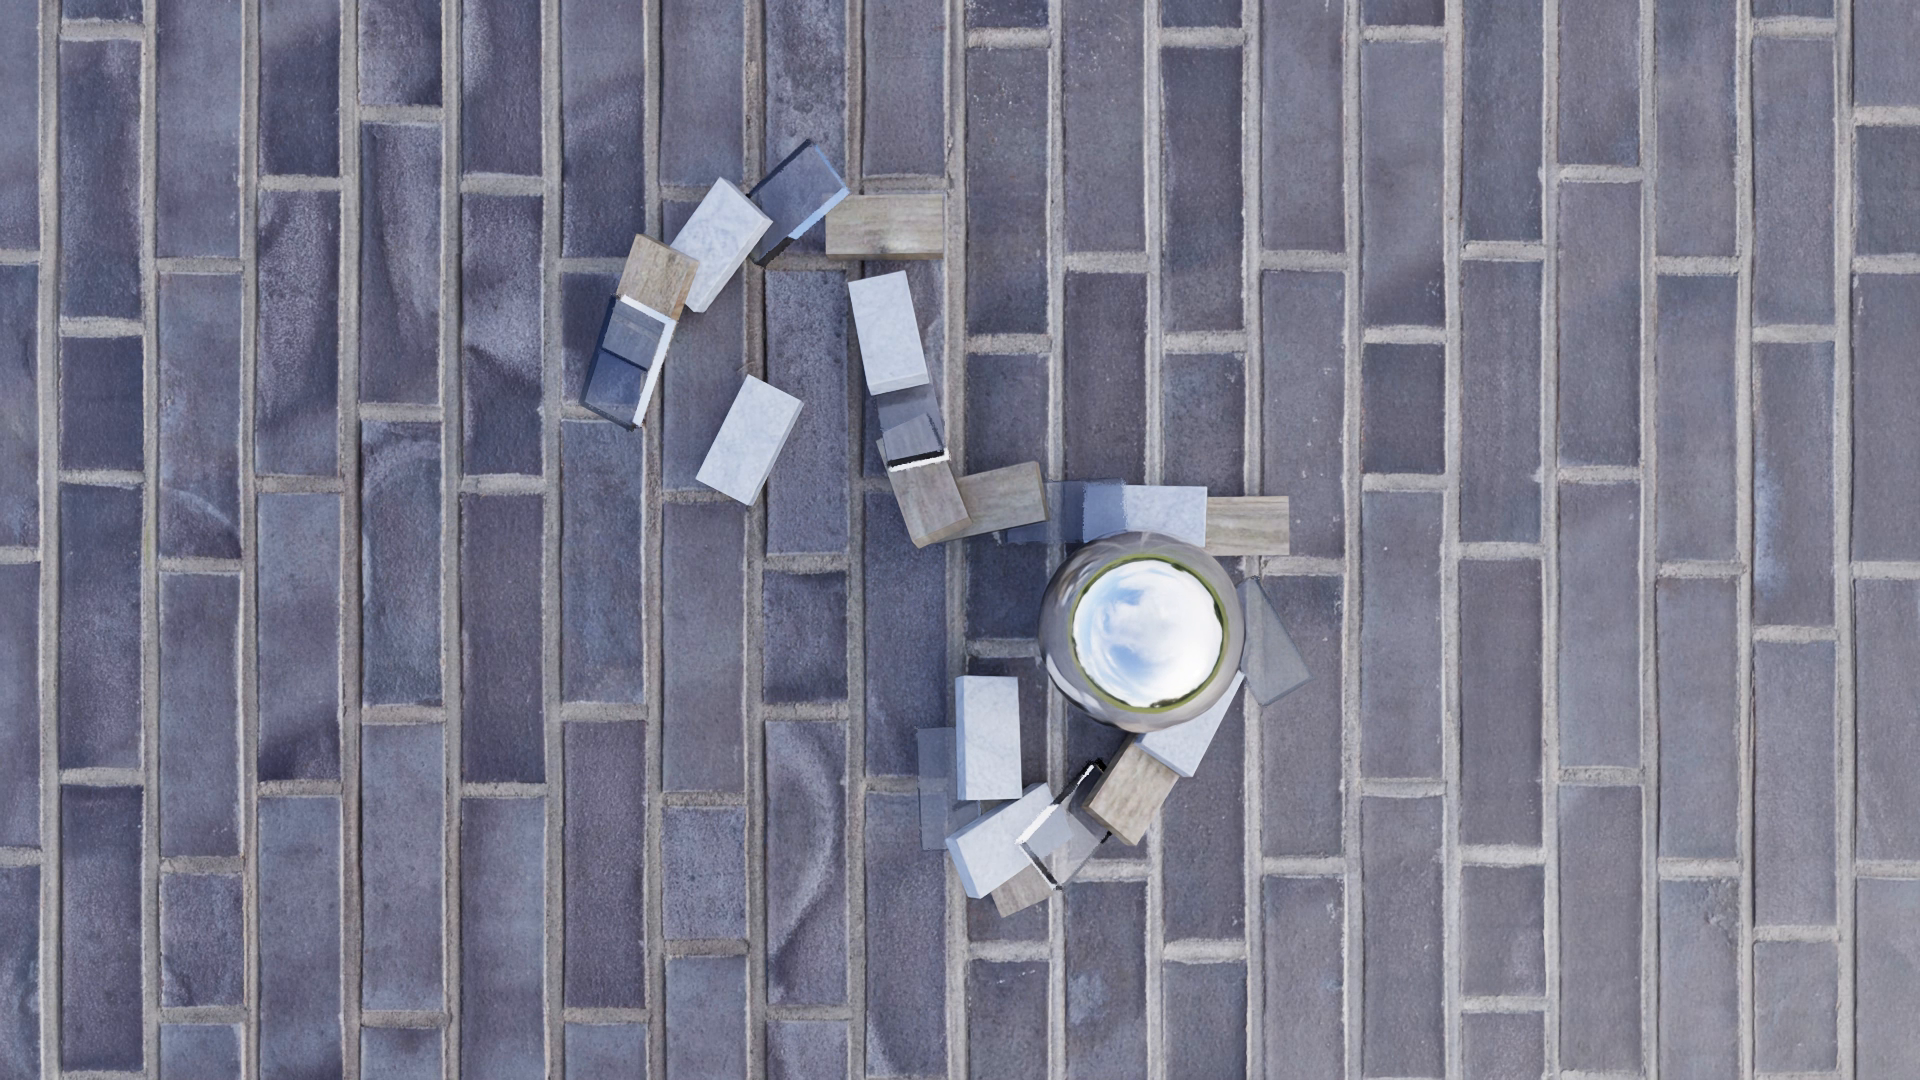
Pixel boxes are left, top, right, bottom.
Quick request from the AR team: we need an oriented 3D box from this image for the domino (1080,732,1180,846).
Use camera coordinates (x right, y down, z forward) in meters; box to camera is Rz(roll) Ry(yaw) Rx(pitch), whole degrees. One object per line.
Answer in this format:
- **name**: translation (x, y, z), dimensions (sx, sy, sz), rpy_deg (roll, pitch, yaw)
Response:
- **domino**: translation (0.076, 0.100, 0.386), dimensions (0.025, 0.009, 0.050), rpy_deg (40, 68, 0)

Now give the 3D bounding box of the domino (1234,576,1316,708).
- **domino**: translation (0.128, 0.044, 0.395), dimensions (0.025, 0.009, 0.050), rpy_deg (-30, 90, 0)

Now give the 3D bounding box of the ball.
- **ball**: translation (0.070, 0.035, 0.360), dimensions (0.080, 0.080, 0.080), rpy_deg (0, 90, 0)

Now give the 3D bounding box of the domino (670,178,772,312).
- **domino**: translation (-0.105, -0.124, 0.388), dimensions (0.025, 0.010, 0.050), rpy_deg (44, 107, 0)

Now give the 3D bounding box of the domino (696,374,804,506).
- **domino**: translation (-0.090, -0.043, 0.395), dimensions (0.025, 0.010, 0.050), rpy_deg (27, 90, 0)

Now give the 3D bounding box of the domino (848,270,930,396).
- **domino**: translation (-0.030, -0.088, 0.388), dimensions (0.025, 0.010, 0.050), rpy_deg (-12, 72, 0)

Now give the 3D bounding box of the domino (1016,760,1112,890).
- **domino**: translation (0.049, 0.119, 0.383), dimensions (0.050, 0.010, 0.025), rpy_deg (-38, 90, -30)

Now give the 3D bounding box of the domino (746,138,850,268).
- **domino**: translation (-0.074, -0.142, 0.389), dimensions (0.050, 0.010, 0.025), rpy_deg (-35, 90, 15)

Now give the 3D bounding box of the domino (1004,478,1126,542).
- **domino**: translation (0.044, -0.012, 0.389), dimensions (0.050, 0.009, 0.025), rpy_deg (-2, 89, 16)

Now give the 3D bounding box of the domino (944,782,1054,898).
- **domino**: translation (0.020, 0.123, 0.379), dimensions (0.050, 0.009, 0.025), rpy_deg (-21, 89, -35)

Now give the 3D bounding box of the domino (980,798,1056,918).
- **domino**: translation (0.019, 0.133, 0.395), dimensions (0.025, 0.009, 0.050), rpy_deg (-24, 90, 0)

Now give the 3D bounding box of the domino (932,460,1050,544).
- **domino**: translation (0.011, -0.016, 0.388), dimensions (0.050, 0.009, 0.025), rpy_deg (-12, 86, 15)

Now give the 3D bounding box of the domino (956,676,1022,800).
- **domino**: translation (0.012, 0.083, 0.385), dimensions (0.025, 0.010, 0.050), rpy_deg (5, 74, -22)

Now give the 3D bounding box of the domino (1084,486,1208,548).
- **domino**: translation (0.079, -0.010, 0.389), dimensions (0.050, 0.009, 0.025), rpy_deg (2, 90, 16)

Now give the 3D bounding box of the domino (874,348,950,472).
- **domino**: translation (-0.022, -0.055, 0.386), dimensions (0.025, 0.009, 0.050), rpy_deg (-12, 66, 0)

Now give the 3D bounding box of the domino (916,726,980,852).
- **domino**: translation (-0.005, 0.105, 0.388), dimensions (0.025, 0.009, 0.050), rpy_deg (-5, 76, 5)

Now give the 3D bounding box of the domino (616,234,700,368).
- **domino**: translation (-0.132, -0.100, 0.388), dimensions (0.025, 0.009, 0.050), rpy_deg (27, 107, 0)

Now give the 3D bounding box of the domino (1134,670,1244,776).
- **domino**: translation (0.097, 0.072, 0.388), dimensions (0.025, 0.009, 0.050), rpy_deg (34, 72, 0)

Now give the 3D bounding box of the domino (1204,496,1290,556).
- **domino**: translation (0.115, -0.006, 0.395), dimensions (0.050, 0.009, 0.025), rpy_deg (-1, 90, 0)

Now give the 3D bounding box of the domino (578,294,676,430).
- **domino**: translation (-0.141, -0.075, 0.387), dimensions (0.025, 0.009, 0.050), rpy_deg (27, 111, 0)

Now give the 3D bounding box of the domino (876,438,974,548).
- **domino**: translation (-0.015, -0.024, 0.385), dimensions (0.025, 0.009, 0.050), rpy_deg (-24, 66, 6)

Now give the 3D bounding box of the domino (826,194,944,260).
- **domino**: translation (-0.032, -0.135, 0.395), dimensions (0.050, 0.010, 0.025), rpy_deg (-1, 90, 0)
